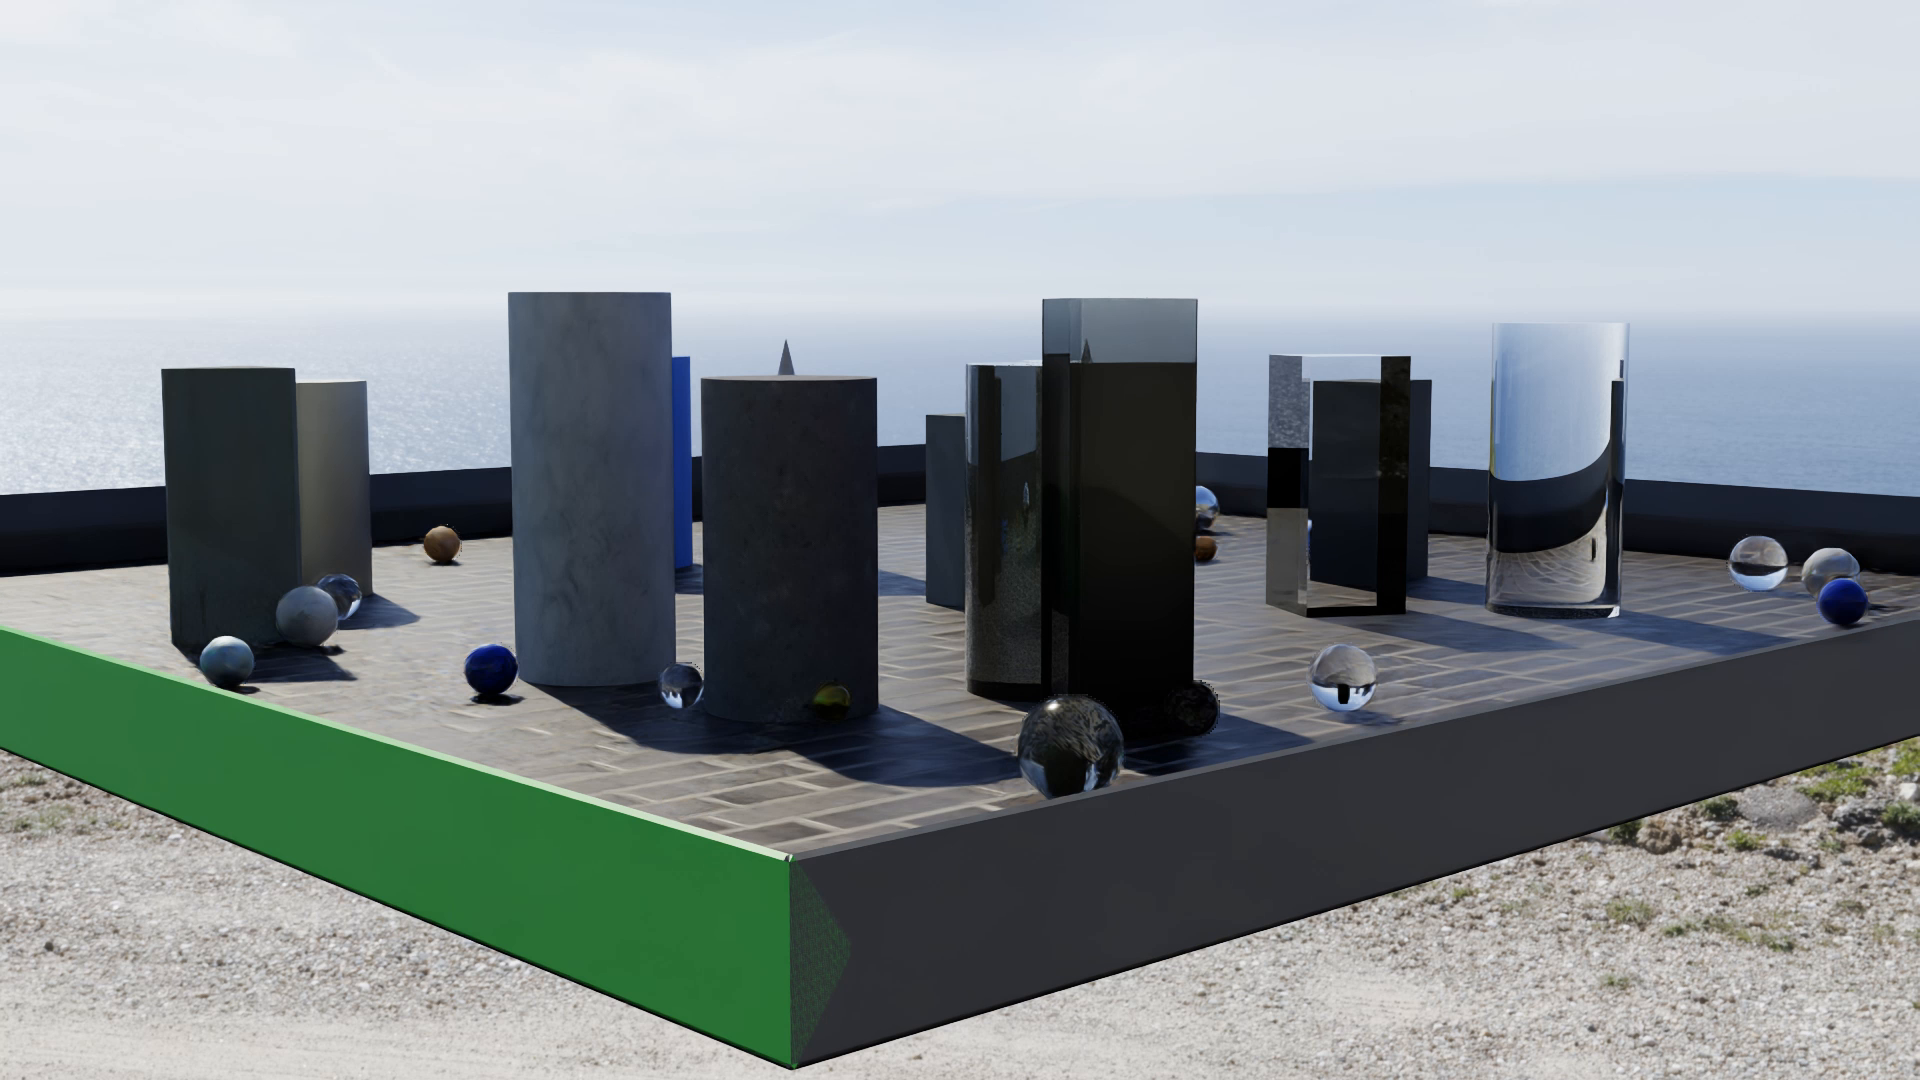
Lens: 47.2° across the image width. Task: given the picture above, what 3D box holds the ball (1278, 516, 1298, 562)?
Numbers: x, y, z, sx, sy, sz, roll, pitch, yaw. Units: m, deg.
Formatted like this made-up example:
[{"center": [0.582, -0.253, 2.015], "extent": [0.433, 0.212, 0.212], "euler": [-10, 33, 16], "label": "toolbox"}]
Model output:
[{"center": [0.603, 0.000, 3.866], "extent": [0.084, 0.084, 0.084], "euler": [0, 6, 0], "label": "ball"}]

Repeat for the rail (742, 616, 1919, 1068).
[{"center": [0.965, 0.142, 2.292], "extent": [2.939, 0.127, 0.045], "euler": [-5, 8, -42], "label": "rail"}]

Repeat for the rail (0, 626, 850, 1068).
[{"center": [-1.063, 0.135, 2.357], "extent": [0.045, 0.127, 2.893], "euler": [-5, 8, -42], "label": "rail"}]

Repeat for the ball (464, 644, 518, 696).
[{"center": [-0.543, 0.150, 2.543], "extent": [0.060, 0.060, 0.060], "euler": [0, 6, 0], "label": "ball"}]

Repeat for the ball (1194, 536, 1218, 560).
[{"center": [0.435, 0.015, 3.910], "extent": [0.045, 0.045, 0.045], "euler": [0, 6, 0], "label": "ball"}]

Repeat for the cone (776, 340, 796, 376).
[{"center": [-0.321, -0.178, 4.072], "extent": [0.195, 0.394, 0.195], "euler": [0, 6, 0], "label": "cone"}]

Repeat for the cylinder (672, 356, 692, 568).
[{"center": [-0.567, -0.138, 3.841], "extent": [0.195, 0.363, 0.195], "euler": [0, 6, 0], "label": "cylinder"}]

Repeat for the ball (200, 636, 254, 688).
[{"center": [-0.867, 0.144, 2.600], "extent": [0.061, 0.061, 0.061], "euler": [0, 6, 0], "label": "ball"}]

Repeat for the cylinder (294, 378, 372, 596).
[{"center": [-1.021, -0.081, 3.431], "extent": [0.195, 0.334, 0.195], "euler": [0, 6, 0], "label": "cylinder"}]

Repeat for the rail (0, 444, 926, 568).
[{"center": [-0.965, -0.076, 4.372], "extent": [2.939, 0.127, 0.045], "euler": [-5, 8, -42], "label": "rail"}]

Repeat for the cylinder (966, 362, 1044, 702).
[{"center": [0.103, -0.015, 2.575], "extent": [0.195, 0.382, 0.195], "euler": [0, 6, 0], "label": "cylinder"}]

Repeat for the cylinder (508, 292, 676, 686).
[{"center": [-0.447, -0.068, 2.682], "extent": [0.195, 0.465, 0.195], "euler": [0, 6, 0], "label": "cylinder"}]

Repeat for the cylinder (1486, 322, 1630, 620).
[{"center": [0.880, -0.107, 3.245], "extent": [0.195, 0.425, 0.195], "euler": [0, 6, 0], "label": "cylinder"}]

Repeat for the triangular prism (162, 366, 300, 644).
[{"center": [-0.983, -0.053, 3.009], "extent": [0.169, 0.367, 0.146], "euler": [-1, 6, -9], "label": "triangular prism"}]

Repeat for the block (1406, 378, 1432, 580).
[{"center": [0.674, -0.103, 3.668], "extent": [0.156, 0.329, 0.156], "euler": [5, 8, 42], "label": "block"}]

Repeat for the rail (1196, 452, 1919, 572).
[{"center": [1.063, -0.069, 4.307], "extent": [0.045, 0.127, 2.893], "euler": [-5, 8, -42], "label": "rail"}]

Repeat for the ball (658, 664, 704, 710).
[{"center": [-0.309, 0.162, 2.435], "extent": [0.051, 0.051, 0.051], "euler": [0, 6, 0], "label": "ball"}]

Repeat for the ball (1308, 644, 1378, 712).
[{"center": [0.424, 0.153, 2.436], "extent": [0.076, 0.076, 0.076], "euler": [0, 6, 0], "label": "ball"}]

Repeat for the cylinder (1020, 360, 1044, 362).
[{"center": [0.212, -0.167, 4.193], "extent": [0.195, 0.348, 0.195], "euler": [0, 6, 0], "label": "cylinder"}]

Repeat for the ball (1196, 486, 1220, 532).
[{"center": [0.475, -0.063, 4.422], "extent": [0.092, 0.092, 0.092], "euler": [0, 6, 0], "label": "ball"}]

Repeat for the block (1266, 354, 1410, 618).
[{"center": [0.559, -0.085, 3.262], "extent": [0.156, 0.378, 0.156], "euler": [-2, 6, -14], "label": "block"}]

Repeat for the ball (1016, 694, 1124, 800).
[{"center": [0.100, 0.189, 1.992], "extent": [0.098, 0.098, 0.098], "euler": [0, 6, 0], "label": "ball"}]

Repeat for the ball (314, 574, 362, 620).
[{"center": [-0.895, 0.082, 3.161], "extent": [0.068, 0.068, 0.068], "euler": [0, 6, 0], "label": "ball"}]

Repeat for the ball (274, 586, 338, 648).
[{"center": [-0.863, 0.102, 2.905], "extent": [0.081, 0.081, 0.081], "euler": [0, 6, 0], "label": "ball"}]

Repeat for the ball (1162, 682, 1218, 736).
[{"center": [0.240, 0.176, 2.292], "extent": [0.057, 0.057, 0.057], "euler": [0, 6, 0], "label": "ball"}]

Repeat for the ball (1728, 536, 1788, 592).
[{"center": [1.263, 0.037, 3.478], "extent": [0.090, 0.090, 0.090], "euler": [0, 6, 0], "label": "ball"}]

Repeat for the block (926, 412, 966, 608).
[{"center": [0.058, -0.047, 3.342], "extent": [0.156, 0.286, 0.156], "euler": [6, 8, 44], "label": "block"}]

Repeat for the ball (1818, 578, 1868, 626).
[{"center": [1.249, 0.087, 3.111], "extent": [0.066, 0.066, 0.066], "euler": [0, 6, 0], "label": "ball"}]

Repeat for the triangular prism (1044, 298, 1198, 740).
[{"center": [0.136, -0.026, 2.324], "extent": [0.169, 0.456, 0.146], "euler": [-5, 8, -38], "label": "triangular prism"}]

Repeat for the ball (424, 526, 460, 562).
[{"center": [-0.918, 0.007, 3.894], "extent": [0.063, 0.063, 0.063], "euler": [0, 6, 0], "label": "ball"}]

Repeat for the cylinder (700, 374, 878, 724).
[{"center": [-0.189, 0.004, 2.454], "extent": [0.195, 0.370, 0.195], "euler": [0, 6, 0], "label": "cylinder"}]

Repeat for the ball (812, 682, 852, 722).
[{"center": [-0.138, 0.174, 2.363], "extent": [0.042, 0.042, 0.042], "euler": [0, 6, 0], "label": "ball"}]

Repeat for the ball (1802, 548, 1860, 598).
[{"center": [1.331, 0.053, 3.358], "extent": [0.084, 0.084, 0.084], "euler": [0, 6, 0], "label": "ball"}]
